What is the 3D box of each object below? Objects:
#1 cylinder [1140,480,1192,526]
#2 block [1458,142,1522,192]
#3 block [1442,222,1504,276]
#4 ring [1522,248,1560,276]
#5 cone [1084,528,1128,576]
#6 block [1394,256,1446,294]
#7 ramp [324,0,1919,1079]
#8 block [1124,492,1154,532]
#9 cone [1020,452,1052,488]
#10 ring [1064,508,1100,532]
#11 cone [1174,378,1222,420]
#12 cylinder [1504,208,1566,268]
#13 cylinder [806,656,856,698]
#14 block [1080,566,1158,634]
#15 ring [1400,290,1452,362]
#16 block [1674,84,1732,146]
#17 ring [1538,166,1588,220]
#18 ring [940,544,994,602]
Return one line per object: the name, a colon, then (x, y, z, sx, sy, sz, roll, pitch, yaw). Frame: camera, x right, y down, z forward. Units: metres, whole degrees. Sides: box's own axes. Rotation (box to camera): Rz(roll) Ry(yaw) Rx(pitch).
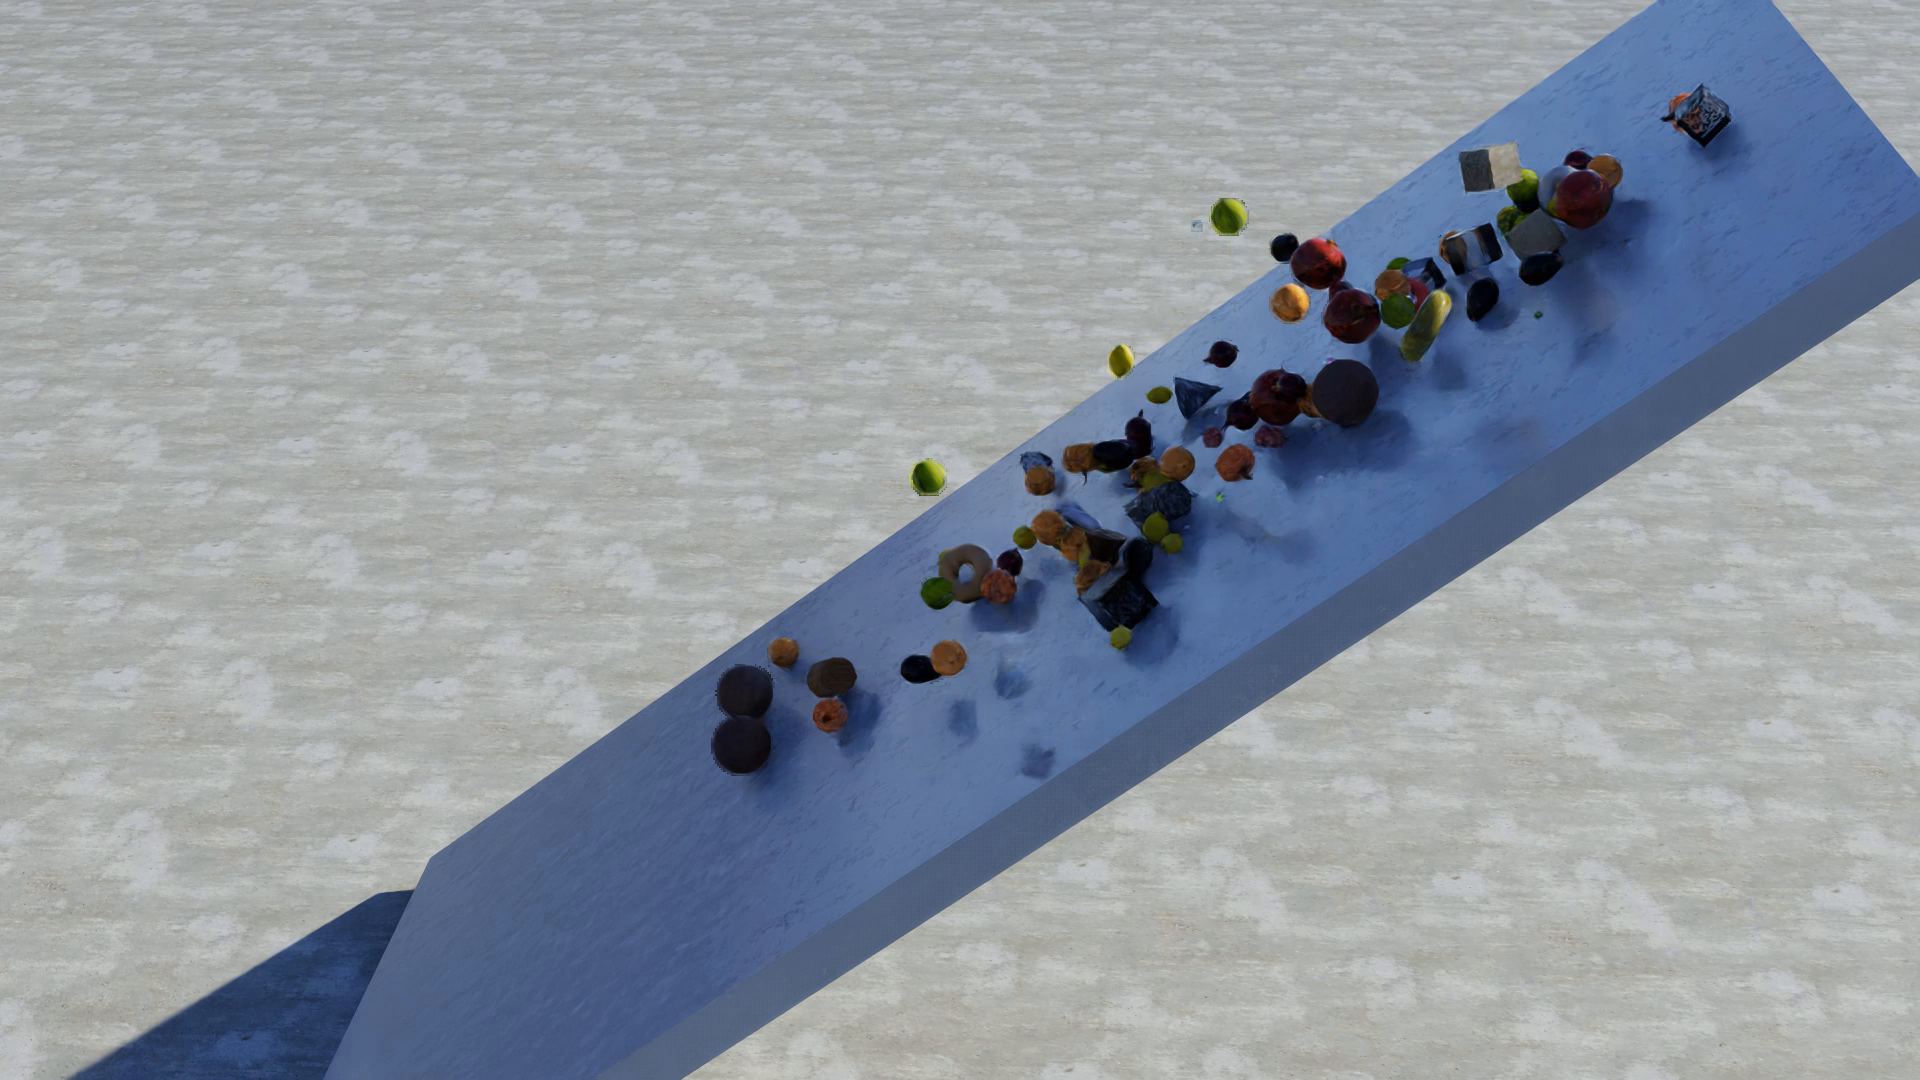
cylinder: (0.423, -0.076, 6.034, 0.074, 0.074, 0.074, -23, 1, -43)
block: (1.055, -0.742, 5.849, 0.081, 0.081, 0.081, -18, 11, -34)
block: (1.032, -0.586, 5.919, 0.076, 0.076, 0.076, -17, 7, 41)
ring: (1.143, -0.549, 5.784, 0.080, 0.027, 0.080, -30, 23, 14)
cone: (0.284, 0.030, 5.869, 0.086, 0.086, 0.086, 8, 12, -2)
block: (0.951, -0.533, 6.081, 0.067, 0.067, 0.067, -10, 36, 45)
ramp: (0.127, 0.181, 6.327, 4.000, 0.100, 2.000, -35, 16, 17)
block: (0.381, -0.058, 6.119, 0.054, 0.054, 0.054, -38, 16, 6)
cone: (0.172, -0.154, 6.901, 0.077, 0.077, 0.077, 5, 65, 12)
ring: (0.258, -0.040, 6.233, 0.089, 0.030, 0.089, 30, -6, 4)
cone: (0.535, -0.324, 6.492, 0.097, 0.097, 0.097, -14, 19, 18)
cylinder: (1.122, -0.589, 5.740, 0.084, 0.084, 0.084, -38, 26, 3)
cylinder: (-0.287, 0.307, 6.554, 0.084, 0.084, 0.084, -12, -4, -27)
block: (0.309, 0.118, 5.726, 0.091, 0.091, 0.091, -44, 16, -15)
ring: (0.871, -0.400, 5.506, 0.049, 0.148, 0.148, 30, 29, 8)
block: (1.450, -0.830, 5.743, 0.073, 0.073, 0.073, 37, 30, -12)
ring: (1.210, -0.699, 5.909, 0.109, 0.109, 0.036, 21, 16, 41)
ring: (0.014, 0.073, 6.484, 0.132, 0.132, 0.044, 13, 0, 28)
